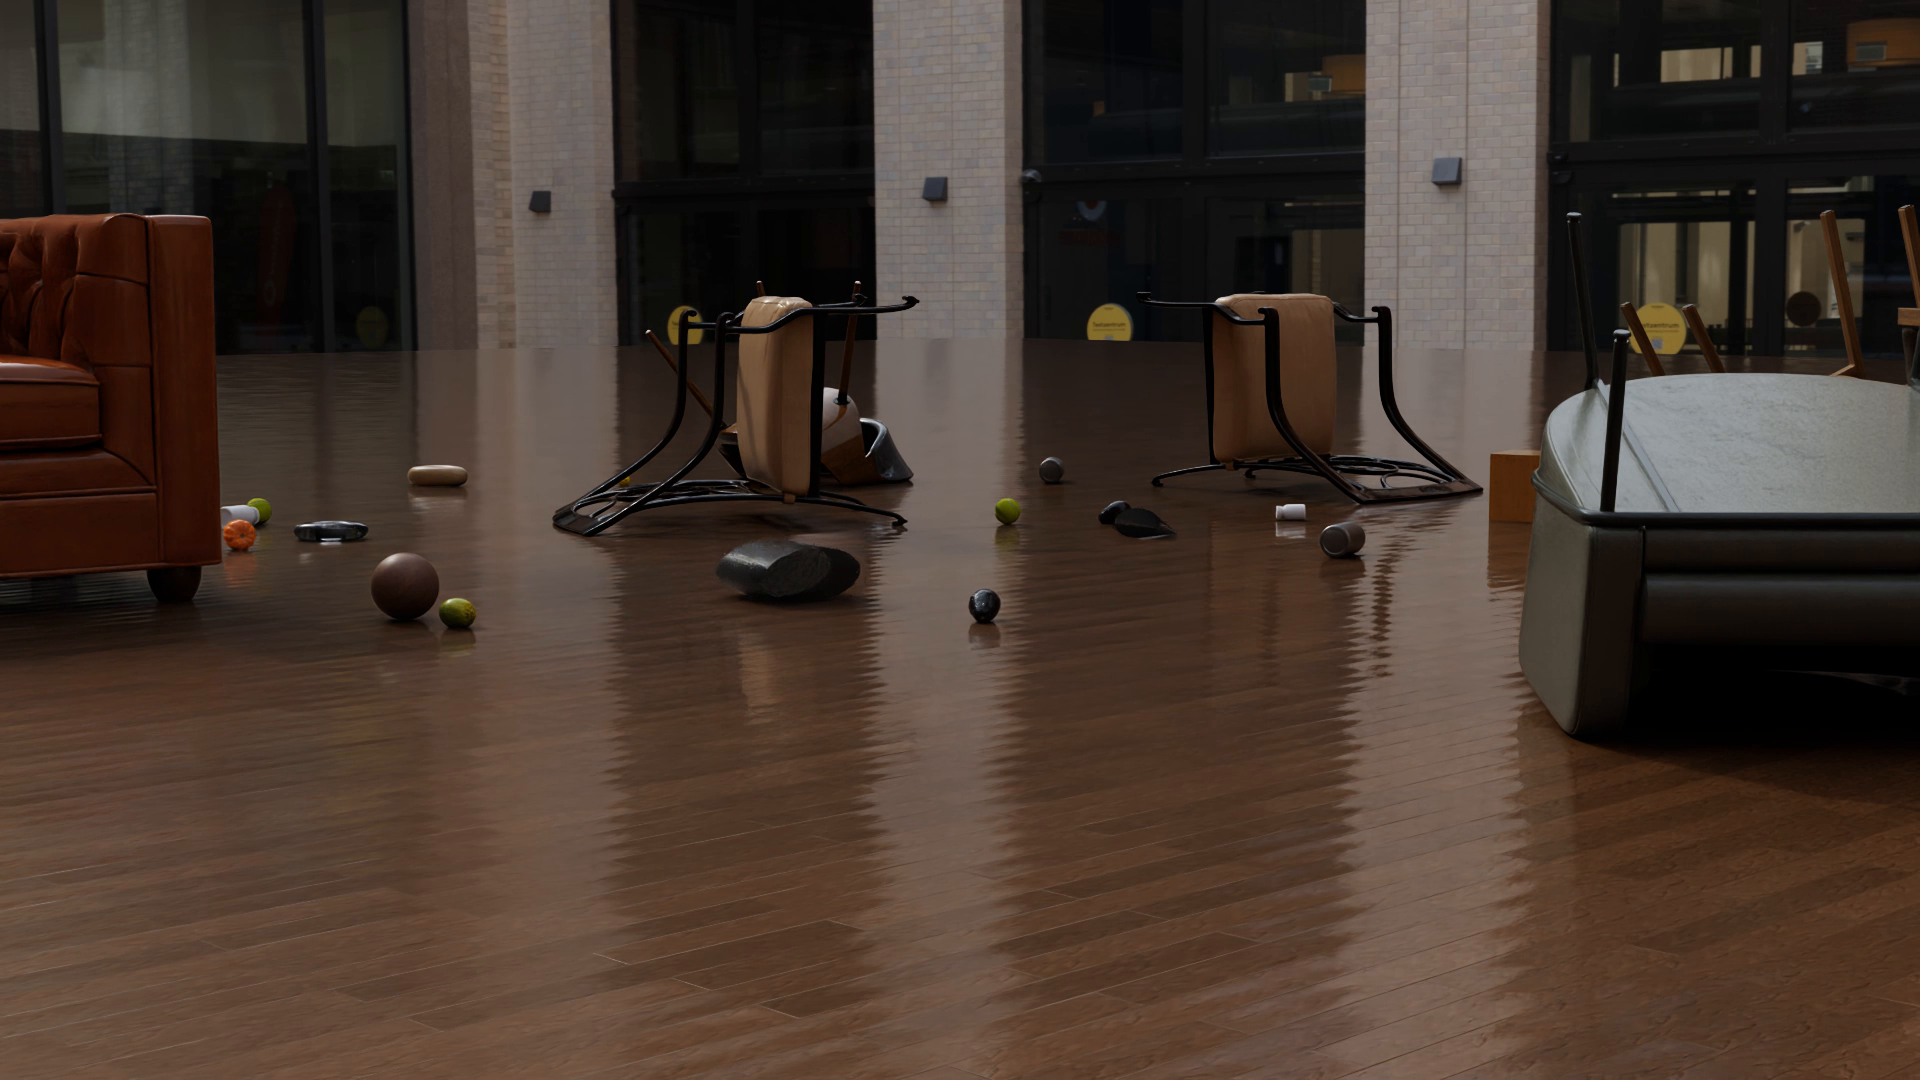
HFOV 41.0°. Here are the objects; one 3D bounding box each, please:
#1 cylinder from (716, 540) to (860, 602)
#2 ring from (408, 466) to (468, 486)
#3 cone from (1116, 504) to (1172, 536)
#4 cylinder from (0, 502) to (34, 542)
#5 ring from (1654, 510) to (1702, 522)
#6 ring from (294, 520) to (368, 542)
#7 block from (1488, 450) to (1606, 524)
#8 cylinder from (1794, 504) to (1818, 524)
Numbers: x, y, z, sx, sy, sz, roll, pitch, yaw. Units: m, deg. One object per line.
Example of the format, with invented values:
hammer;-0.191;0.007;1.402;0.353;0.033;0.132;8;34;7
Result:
cylinder;-0.353;0.063;5.265;0.228;0.110;0.197;-8;9;-32
ring;-1.645;-0.201;8.076;0.213;0.061;0.101;1;8;21
cone;0.502;-0.030;6.525;0.154;0.075;0.158;-6;-23;39
cylinder;-2.372;-0.046;6.387;0.107;0.093;0.098;31;-14;-34
ring;1.938;-0.065;6.932;0.156;0.024;0.088;-4;6;-30
ring;-1.575;-0.023;6.425;0.184;0.044;0.132;-1;5;-6
block;1.591;-0.146;6.951;0.258;0.179;0.202;3;7;28
cylinder;2.254;-0.069;6.838;0.053;0.050;0.062;-9;19;18
